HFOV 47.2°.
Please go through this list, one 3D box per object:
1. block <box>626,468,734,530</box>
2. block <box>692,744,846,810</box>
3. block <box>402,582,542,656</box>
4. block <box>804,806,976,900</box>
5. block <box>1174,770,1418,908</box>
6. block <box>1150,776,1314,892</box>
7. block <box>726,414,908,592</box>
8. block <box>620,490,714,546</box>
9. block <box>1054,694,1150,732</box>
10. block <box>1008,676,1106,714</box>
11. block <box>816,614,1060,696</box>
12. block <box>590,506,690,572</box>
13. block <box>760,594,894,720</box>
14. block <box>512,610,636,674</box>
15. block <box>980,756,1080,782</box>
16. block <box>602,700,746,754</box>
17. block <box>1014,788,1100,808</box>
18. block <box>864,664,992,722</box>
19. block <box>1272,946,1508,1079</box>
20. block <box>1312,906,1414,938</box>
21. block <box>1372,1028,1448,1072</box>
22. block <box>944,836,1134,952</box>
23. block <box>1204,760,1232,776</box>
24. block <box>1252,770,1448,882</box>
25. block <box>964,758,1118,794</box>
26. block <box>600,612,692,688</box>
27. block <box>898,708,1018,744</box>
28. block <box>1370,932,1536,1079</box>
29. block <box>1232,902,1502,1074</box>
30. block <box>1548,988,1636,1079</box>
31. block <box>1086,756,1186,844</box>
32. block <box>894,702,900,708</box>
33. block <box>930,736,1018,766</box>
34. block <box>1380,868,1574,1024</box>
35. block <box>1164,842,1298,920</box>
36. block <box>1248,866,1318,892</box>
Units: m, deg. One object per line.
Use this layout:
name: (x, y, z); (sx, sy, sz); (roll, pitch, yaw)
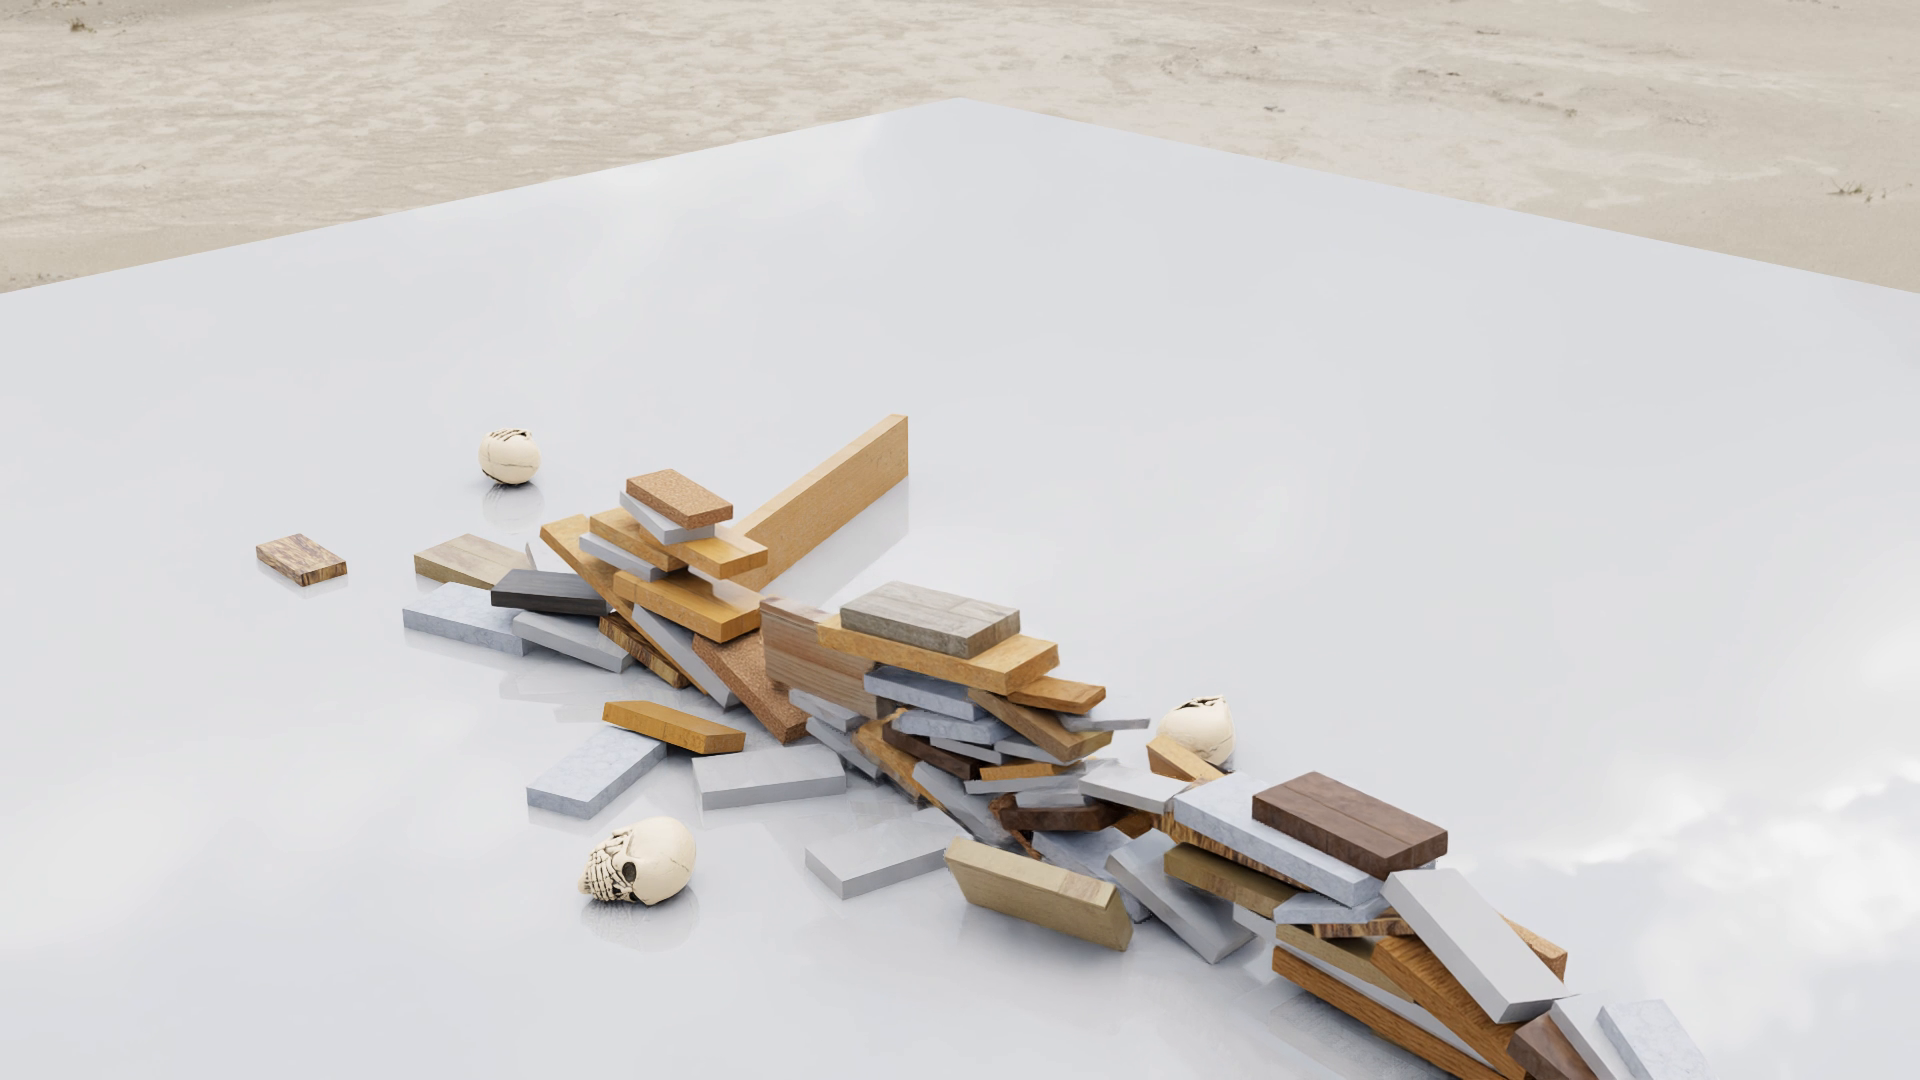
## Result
block: (-0.636, -0.094, 4.983); (0.123, 0.035, 0.247); (-16, 31, -39)
block: (-0.396, 0.488, 4.556); (0.297, 0.042, 0.148); (-6, 24, -13)
block: (-1.134, 0.187, 5.256); (0.354, 0.050, 0.177); (11, 26, 25)
block: (-0.135, 0.607, 4.277); (0.297, 0.042, 0.148); (-14, 27, -29)
block: (0.583, 0.518, 3.854); (0.163, 0.046, 0.429); (-16, 24, -35)
block: (0.533, 0.527, 3.969); (0.368, 0.044, 0.155); (18, 28, 42)
block: (-0.373, -0.088, 5.743); (0.050, 0.177, 1.011); (10, 25, 22)
block: (-0.666, -0.061, 4.990); (0.123, 0.035, 0.247); (-10, 28, -30)
block: (0.270, 0.332, 4.210); (0.169, 0.024, 0.085); (-1, 29, -23)
block: (0.183, 0.293, 4.194); (0.169, 0.024, 0.085); (7, 23, 34)
block: (-0.049, 0.208, 4.380); (0.491, 0.047, 0.166); (12, 26, 38)
block: (-0.709, -0.009, 5.055); (0.279, 0.040, 0.139); (25, 31, 37)
block: (-0.283, 0.245, 4.651); (0.355, 0.177, 0.050); (17, 29, 42)
block: (-0.883, 0.219, 5.120); (0.282, 0.040, 0.141); (19, 27, 12)
block: (0.137, 0.438, 4.291); (0.184, 0.026, 0.092); (-10, 8, 42)
block: (-0.613, 0.399, 4.708); (0.279, 0.040, 0.140); (14, 5, 30)
block: (0.203, 0.483, 4.211); (0.094, 0.027, 0.187); (-20, 8, -41)
block: (-0.039, 0.297, 4.426); (0.314, 0.037, 0.132); (11, 24, 44)
block: (0.923, 0.856, 3.574); (0.162, 0.046, 0.958); (-19, 29, -37)
block: (0.693, 0.639, 3.698); (0.178, 0.025, 0.089); (-10, 6, 34)
block: (0.786, 0.846, 3.739); (0.153, 0.022, 0.077); (21, 31, 40)
block: (0.145, 0.647, 4.024); (0.331, 0.166, 0.047); (13, 57, 28)
block: (0.588, 0.508, 4.339); (0.163, 0.046, 0.327); (28, -4, -36)
block: (0.669, 0.490, 3.792); (0.155, 0.044, 0.310); (-16, 24, -35)
block: (0.158, 0.460, 4.286); (0.331, 0.027, 0.094); (-10, 8, 45)
block: (-0.687, 0.238, 5.072); (0.282, 0.040, 0.141); (32, 35, 33)
block: (0.015, 0.357, 4.380); (0.132, 0.037, 0.264); (-20, 14, -40)
block: (0.843, 0.740, 3.575); (0.162, 0.046, 0.323); (-17, 40, -35)
block: (0.734, 0.732, 3.755); (0.140, 0.040, 0.595); (-18, 29, -36)
block: (1.019, 0.791, 3.387); (0.111, 0.031, 0.222); (-6, 38, -24)
block: (0.375, 0.539, 4.290); (0.310, 0.155, 0.044); (15, 30, 32)
block: (-0.124, 0.323, 4.965); (0.094, 0.027, 0.188); (-4, 23, -8)
block: (0.040, 0.401, 4.375); (0.184, 0.026, 0.092); (11, 22, 39)
block: (0.838, 0.655, 3.578); (0.155, 0.044, 0.310); (3, 32, -35)
block: (0.520, 0.602, 3.963); (0.140, 0.040, 0.280); (-21, 28, -40)
block: (0.577, 0.574, 3.938); (0.089, 0.025, 0.284); (-18, 26, -37)
